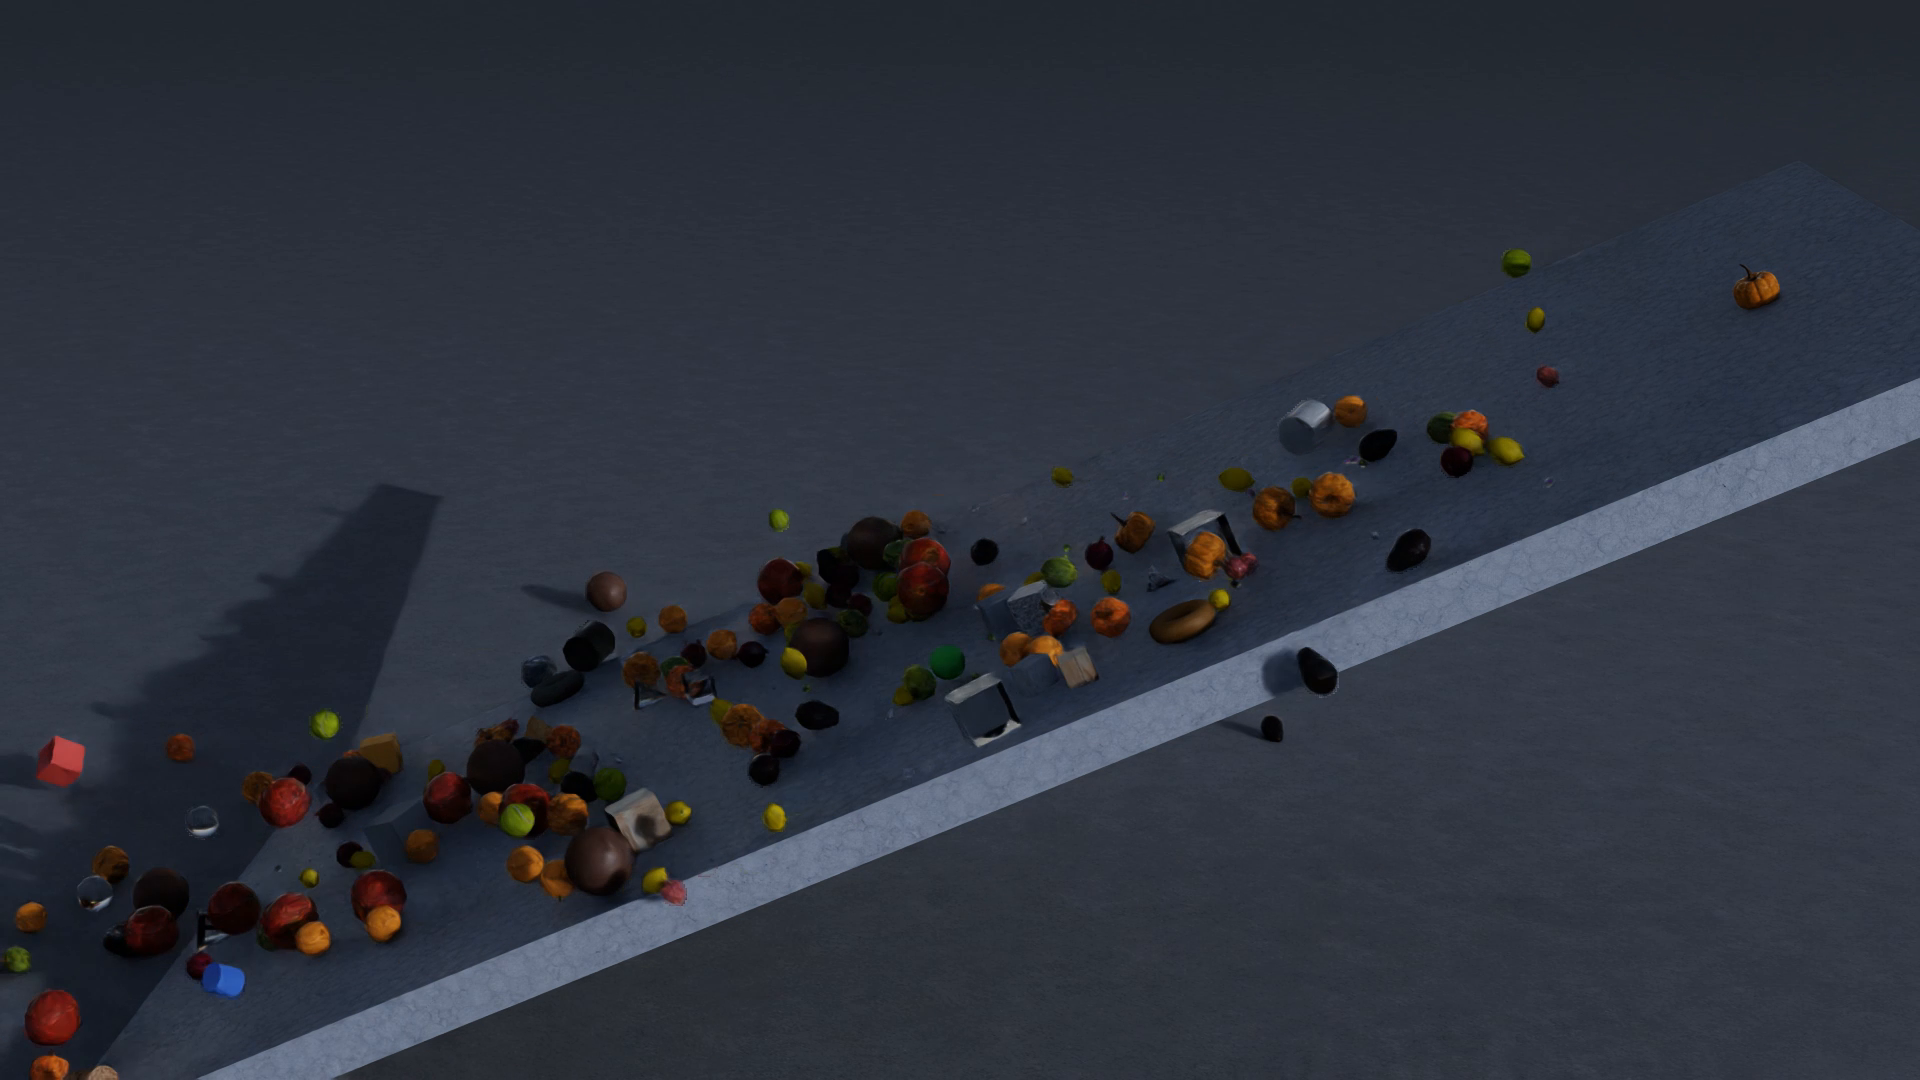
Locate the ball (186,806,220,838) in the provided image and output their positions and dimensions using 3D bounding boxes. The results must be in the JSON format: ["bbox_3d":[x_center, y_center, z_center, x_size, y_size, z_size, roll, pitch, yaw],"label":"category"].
[{"bbox_3d":[-1.912,0.712,7.426,0.081,0.081,0.081,0,15,0],"label":"ball"}]

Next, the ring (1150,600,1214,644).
[{"bbox_3d":[0.416,0.153,5.501,0.130,0.043,0.130,-22,14,6],"label":"ring"}]

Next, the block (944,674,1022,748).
[{"bbox_3d":[0.041,0.315,5.427,0.093,0.093,0.093,-27,13,-11],"label":"block"}]

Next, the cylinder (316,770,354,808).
[{"bbox_3d":[-1.521,0.606,7.162,0.067,0.067,0.067,7,24,24],"label":"cylinder"}]

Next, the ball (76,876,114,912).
[{"bbox_3d":[-2.047,0.836,6.958,0.084,0.084,0.084,0,15,0],"label":"ball"}]

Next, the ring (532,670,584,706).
[{"bbox_3d":[-0.992,0.366,7.247,0.139,0.046,0.139,-22,13,5],"label":"ring"}]

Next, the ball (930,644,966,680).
[{"bbox_3d":[-0.025,0.243,5.827,0.070,0.070,0.070,0,15,0],"label":"ball"}]

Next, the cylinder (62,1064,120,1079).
[{"bbox_3d":[-1.666,1.053,5.629,0.082,0.082,0.082,-17,5,29],"label":"cylinder"}]

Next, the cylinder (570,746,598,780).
[{"bbox_3d":[-0.820,0.486,6.410,0.055,0.055,0.055,0,17,2],"label":"cylinder"}]

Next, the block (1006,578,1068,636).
[{"bbox_3d":[0.156,0.136,5.968,0.080,0.080,0.080,-18,14,28],"label":"block"}]

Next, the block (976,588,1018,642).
[{"bbox_3d":[0.089,0.152,6.039,0.075,0.075,0.075,-27,13,-8],"label":"block"}]

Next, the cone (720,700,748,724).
[{"bbox_3d":[-0.484,0.372,6.323,0.057,0.057,0.057,2,15,-2],"label":"cone"}]

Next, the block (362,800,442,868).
[{"bbox_3d":[-1.220,0.641,6.429,0.100,0.100,0.100,-14,16,39],"label":"block"}]

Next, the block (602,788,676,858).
[{"bbox_3d":[-0.625,0.548,5.720,0.091,0.091,0.091,-28,13,-15],"label":"block"}]

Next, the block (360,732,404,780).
[{"bbox_3d":[-1.427,0.532,7.254,0.083,0.083,0.083,-13,12,-4],"label":"block"}]

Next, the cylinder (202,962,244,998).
[{"bbox_3d":[-1.457,0.870,5.815,0.059,0.059,0.059,14,-8,43],"label":"cylinder"}]

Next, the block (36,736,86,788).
[{"bbox_3d":[-2.353,0.581,7.695,0.086,0.086,0.086,26,43,-33],"label":"block"}]

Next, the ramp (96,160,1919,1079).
[{"bbox_3d":[0.132,0.170,6.284,4.000,0.100,2.000,-23,13,8],"label":"ramp"}]

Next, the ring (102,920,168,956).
[{"bbox_3d":[-1.890,0.912,6.737,0.148,0.049,0.148,1,13,0],"label":"ring"}]

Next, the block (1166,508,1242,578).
[{"bbox_3d":[0.486,0.006,5.849,0.095,0.095,0.095,-27,13,-12],"label":"block"}]

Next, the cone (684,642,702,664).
[{"bbox_3d":[-0.646,0.263,7.008,0.050,0.050,0.050,-23,13,6],"label":"cone"}]

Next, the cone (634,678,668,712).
[{"bbox_3d":[-0.710,0.358,6.777,0.080,0.080,0.080,1,15,-8],"label":"cone"}]

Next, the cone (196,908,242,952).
[{"bbox_3d":[-1.619,0.852,6.442,0.096,0.096,0.096,-1,15,-17],"label":"cone"}]

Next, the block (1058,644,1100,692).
[{"bbox_3d":[0.220,0.238,5.486,0.057,0.057,0.057,-24,13,4],"label":"block"}]

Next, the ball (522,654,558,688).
[{"bbox_3d":[-1.066,0.336,7.460,0.089,0.089,0.089,0,15,0],"label":"ball"}]

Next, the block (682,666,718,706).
[{"bbox_3d":[-0.575,0.323,6.493,0.056,0.056,0.056,-16,26,-17],"label":"block"}]

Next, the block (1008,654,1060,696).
[{"bbox_3d":[0.141,0.255,5.566,0.058,0.058,0.058,-32,15,-31],"label":"block"}]
